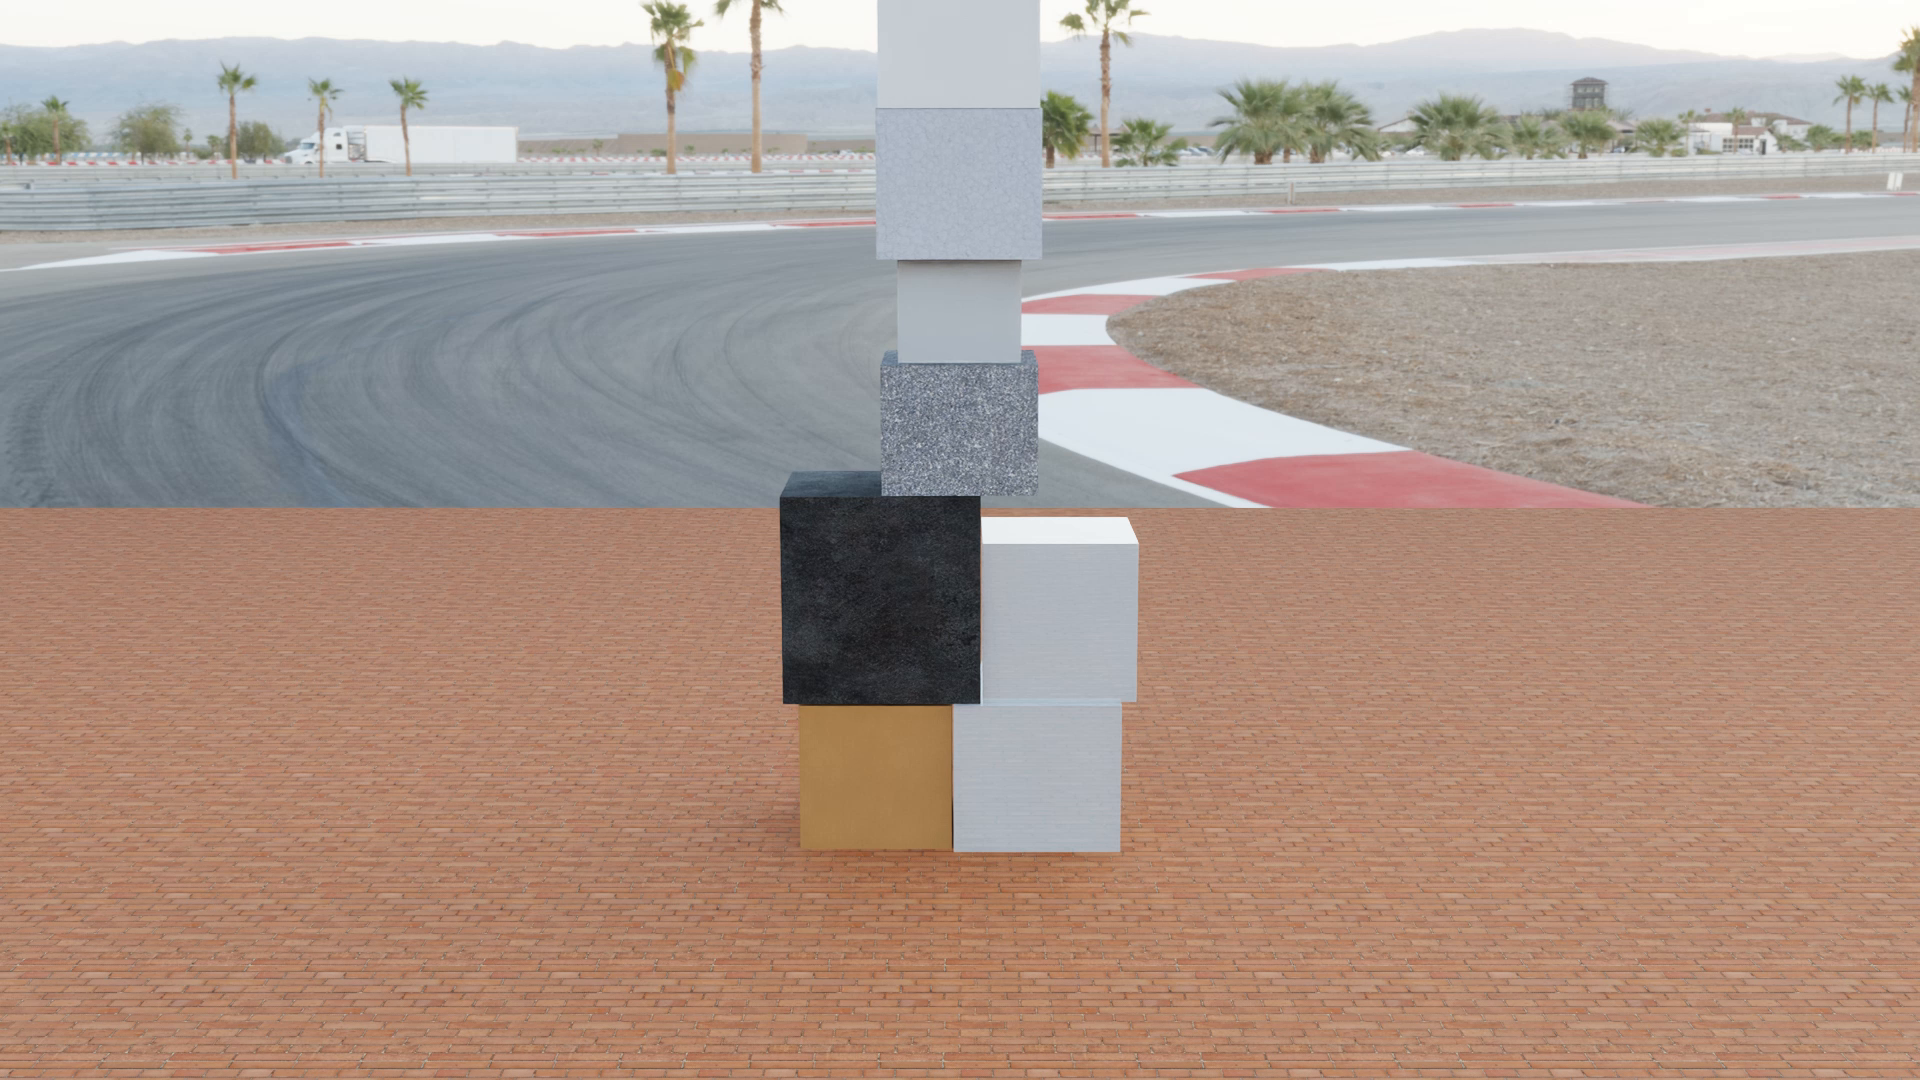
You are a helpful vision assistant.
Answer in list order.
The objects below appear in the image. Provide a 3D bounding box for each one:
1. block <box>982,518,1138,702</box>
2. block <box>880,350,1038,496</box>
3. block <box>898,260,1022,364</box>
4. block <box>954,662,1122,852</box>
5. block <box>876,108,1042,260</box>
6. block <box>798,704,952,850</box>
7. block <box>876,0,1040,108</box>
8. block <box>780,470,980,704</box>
[{"bbox_3d":[0.495,0.343,11.233,0.764,0.801,0.766,0,10,0],"label":"block"},{"bbox_3d":[-0.002,-0.602,11.082,0.765,0.637,0.805,0,10,0],"label":"block"},{"bbox_3d":[-0.003,-1.167,10.987,0.602,0.509,0.572,0,10,0],"label":"block"},{"bbox_3d":[0.384,1.107,11.371,0.832,0.753,0.913,0,10,0],"label":"block"},{"bbox_3d":[-0.005,-1.764,10.854,0.794,0.713,0.760,0,10,0],"label":"block"},{"bbox_3d":[-0.421,1.115,11.366,0.758,0.739,0.805,0,10,0],"label":"block"},{"bbox_3d":[-0.006,-2.449,10.733,0.770,0.678,0.784,0,10,0],"label":"block"},{"bbox_3d":[-0.388,0.225,11.224,0.980,1.038,0.859,0,10,0],"label":"block"}]
